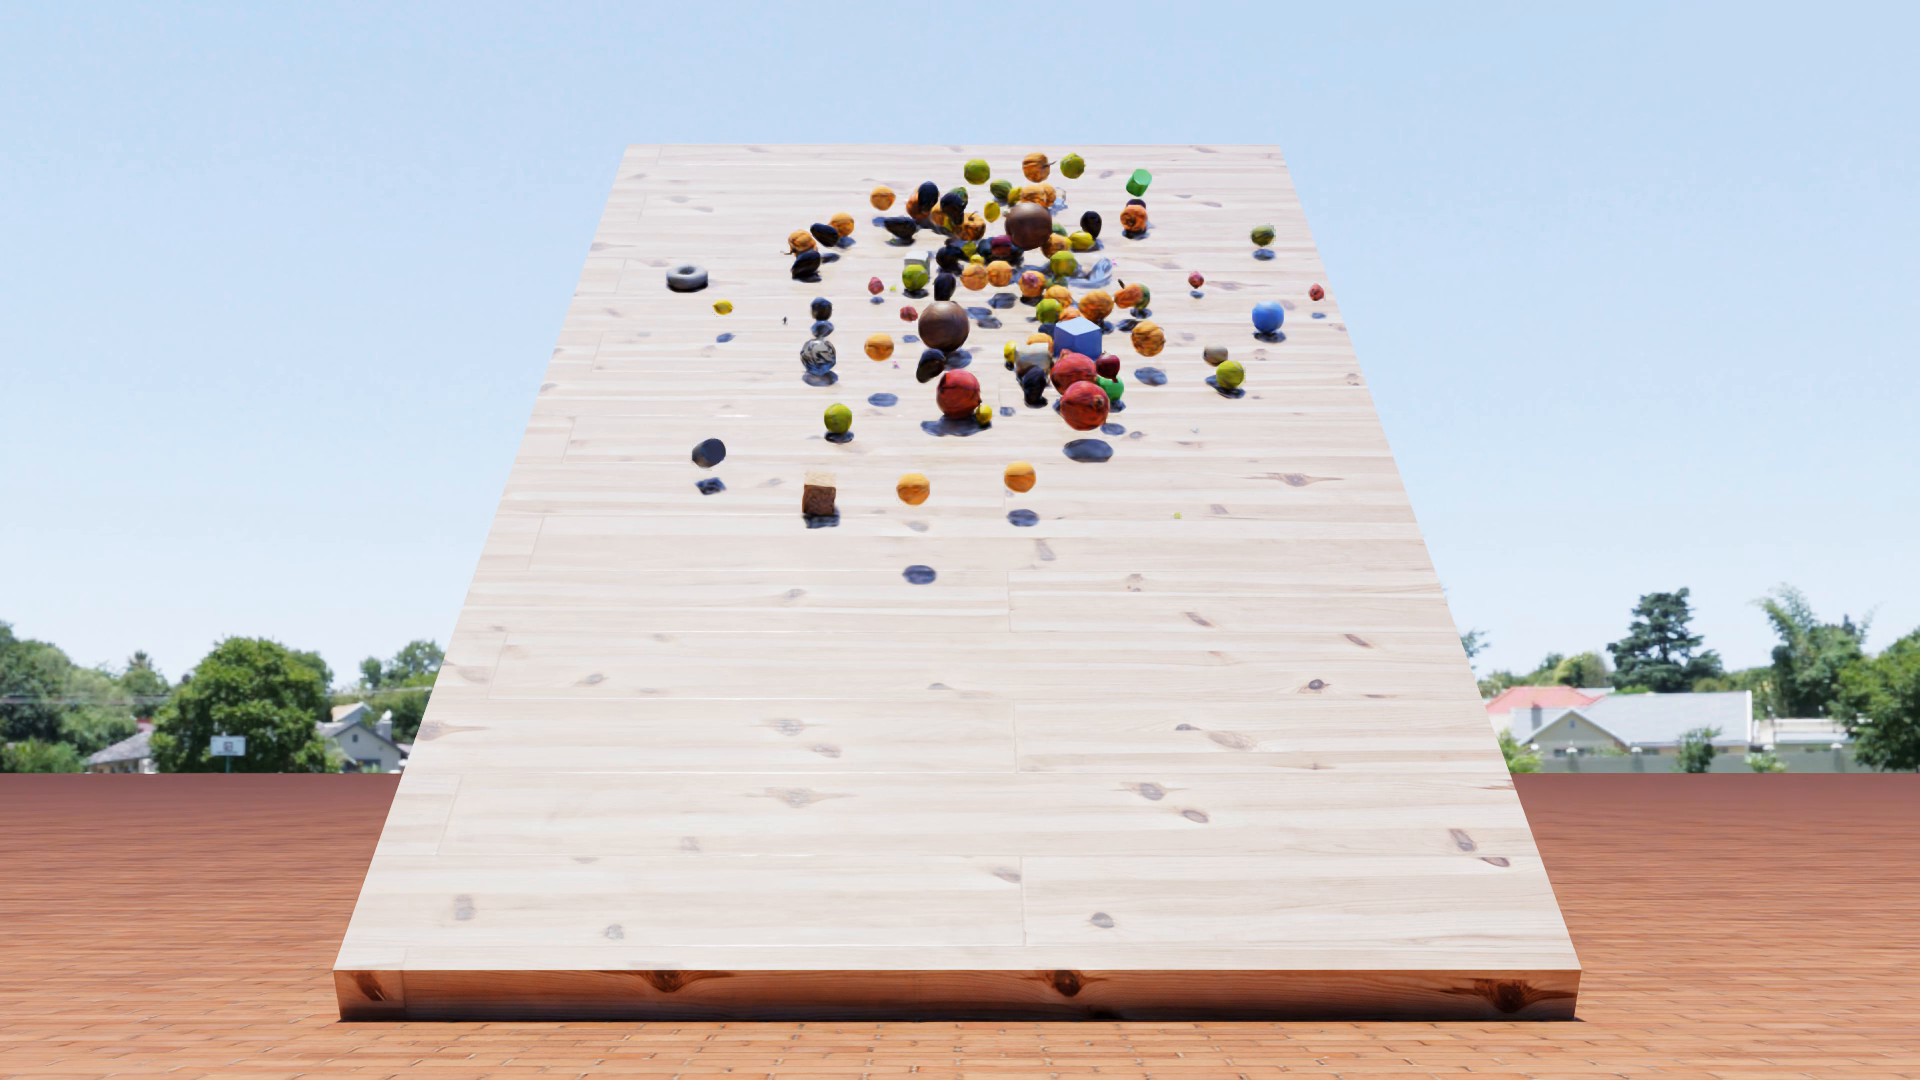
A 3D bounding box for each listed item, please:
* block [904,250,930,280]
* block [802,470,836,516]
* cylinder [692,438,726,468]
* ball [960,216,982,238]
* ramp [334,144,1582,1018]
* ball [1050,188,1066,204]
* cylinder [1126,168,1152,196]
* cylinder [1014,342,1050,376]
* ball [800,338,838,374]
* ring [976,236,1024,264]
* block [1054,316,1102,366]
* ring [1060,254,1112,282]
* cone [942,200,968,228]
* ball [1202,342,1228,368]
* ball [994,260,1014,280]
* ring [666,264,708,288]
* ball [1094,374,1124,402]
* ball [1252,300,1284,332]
[{"bbox_3d":[-0.115,-0.734,6.397,0.058,0.058,0.058,5,29,9],"label":"block"},{"bbox_3d":[-0.306,-0.104,5.206,0.069,0.069,0.069,5,29,-4],"label":"block"},{"bbox_3d":[-0.559,-0.193,5.328,0.059,0.059,0.059,3,-10,-26],"label":"cylinder"},{"bbox_3d":[0.028,-0.868,6.643,0.060,0.060,0.060,0,-5,0],"label":"ball"},{"bbox_3d":[-0.012,-0.220,5.614,2.000,0.100,4.000,0,28,0],"label":"ramp"},{"bbox_3d":[0.282,-0.989,6.878,0.050,0.050,0.050,0,-5,0],"label":"ball"},{"bbox_3d":[0.505,-1.010,6.762,0.057,0.057,0.057,2,-26,-19],"label":"cylinder"},{"bbox_3d":[0.175,-0.439,5.827,0.078,0.078,0.078,-4,-5,-6],"label":"cylinder"},{"bbox_3d":[-0.345,-0.448,5.834,0.090,0.090,0.090,0,-5,0],"label":"ball"},{"bbox_3d":[0.110,-0.790,6.517,0.131,0.044,0.131,1,29,-1],"label":"ring"},{"bbox_3d":[0.291,-0.491,5.923,0.084,0.084,0.084,-19,34,-31],"label":"block"},{"bbox_3d":[0.338,-0.729,6.402,0.143,0.048,0.143,0,27,0],"label":"ring"},{"bbox_3d":[-0.013,-0.896,6.631,0.076,0.076,0.076,-3,-1,0],"label":"cone"},{"bbox_3d":[0.622,-0.451,5.824,0.062,0.062,0.062,0,-5,0],"label":"ball"},{"bbox_3d":[0.115,-0.720,6.377,0.052,0.052,0.052,0,-5,0],"label":"ball"},{"bbox_3d":[-0.725,-0.700,6.351,0.114,0.038,0.114,0,29,0],"label":"ring"},{"bbox_3d":[0.356,-0.363,5.701,0.070,0.070,0.070,0,-5,0],"label":"ball"},{"bbox_3d":[0.781,-0.568,6.069,0.083,0.083,0.083,0,-5,0],"label":"ball"}]
